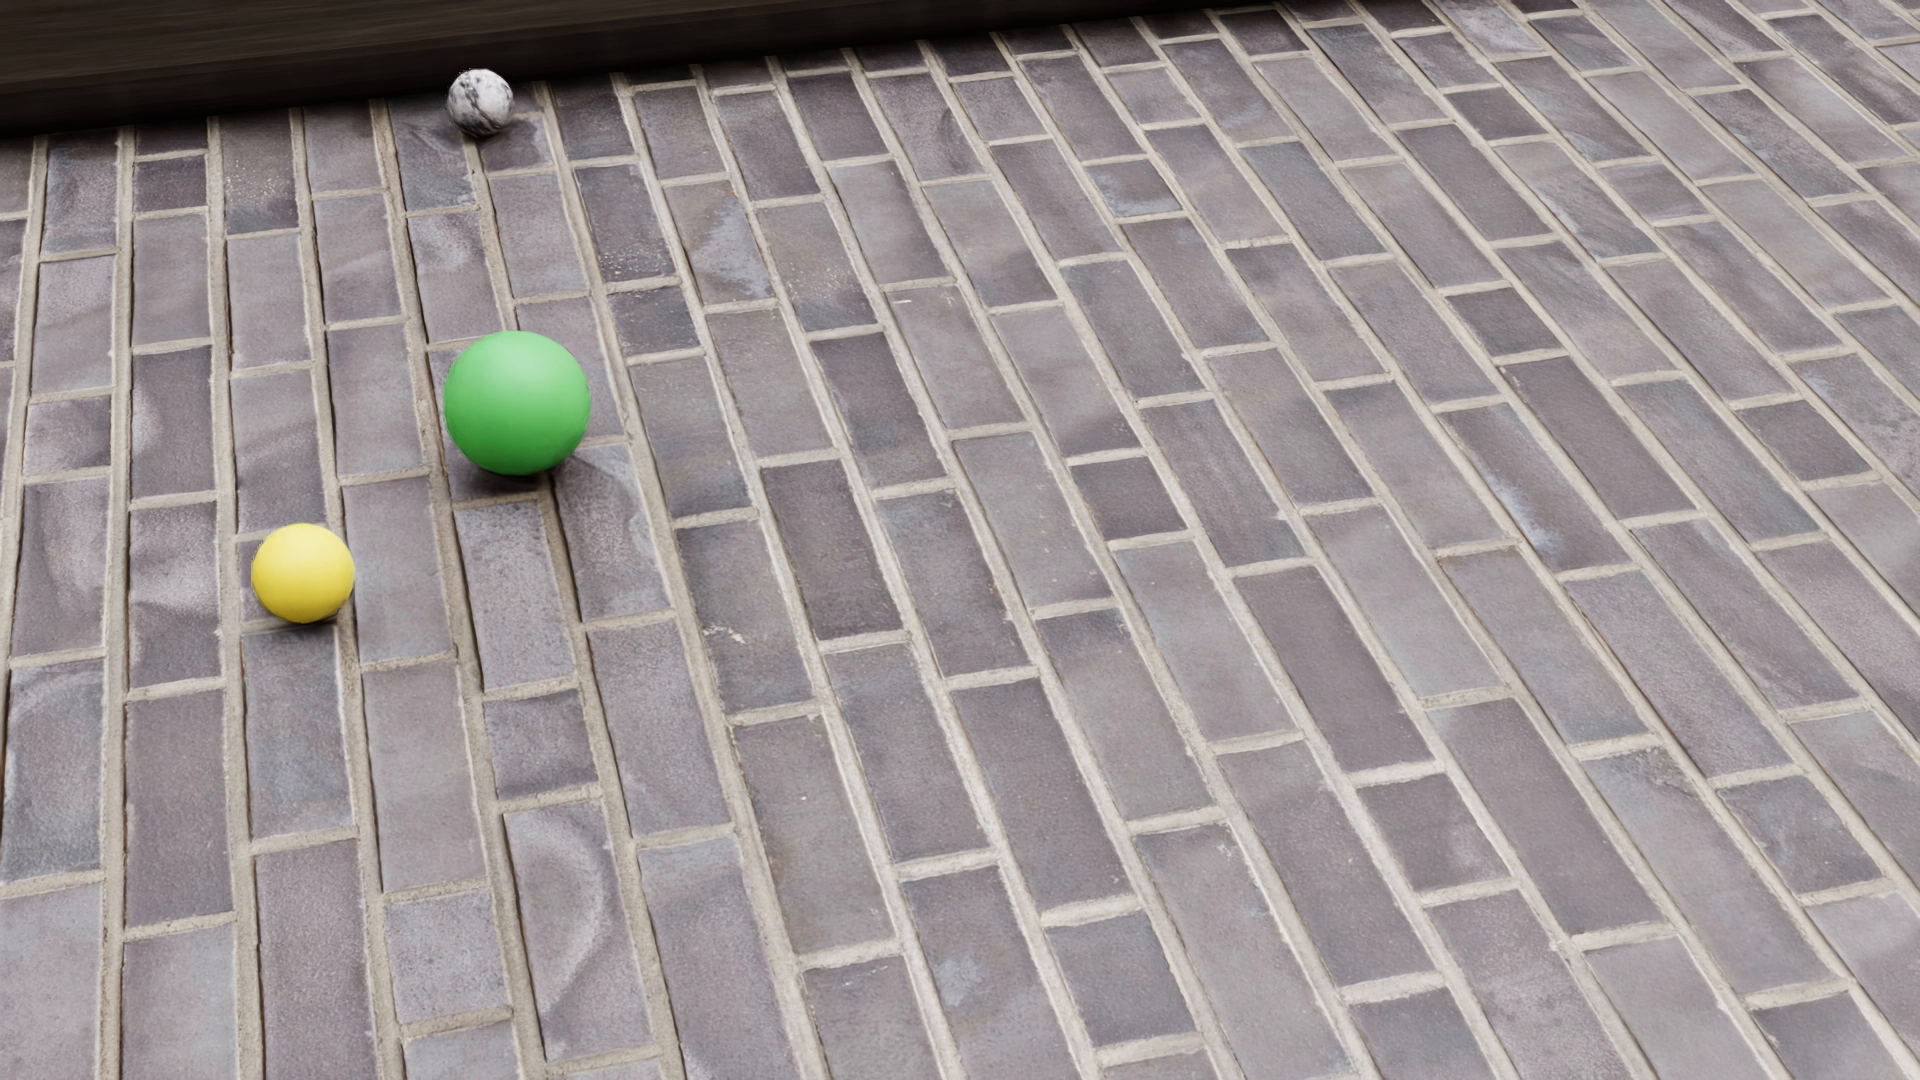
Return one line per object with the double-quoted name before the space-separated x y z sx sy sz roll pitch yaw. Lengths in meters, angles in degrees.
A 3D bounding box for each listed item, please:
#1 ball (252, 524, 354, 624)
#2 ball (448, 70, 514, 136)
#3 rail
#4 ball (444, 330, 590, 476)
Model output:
"ball" -0.400 0.020 1.562 0.061 0.061 0.061 0 36 0
"ball" -0.391 -0.356 2.091 0.054 0.054 0.054 0 36 0
"rail" 0.503 -0.558 2.308 2.853 0.124 0.045 -8 37 -12
"ball" -0.290 -0.090 1.685 0.095 0.095 0.095 0 36 0
